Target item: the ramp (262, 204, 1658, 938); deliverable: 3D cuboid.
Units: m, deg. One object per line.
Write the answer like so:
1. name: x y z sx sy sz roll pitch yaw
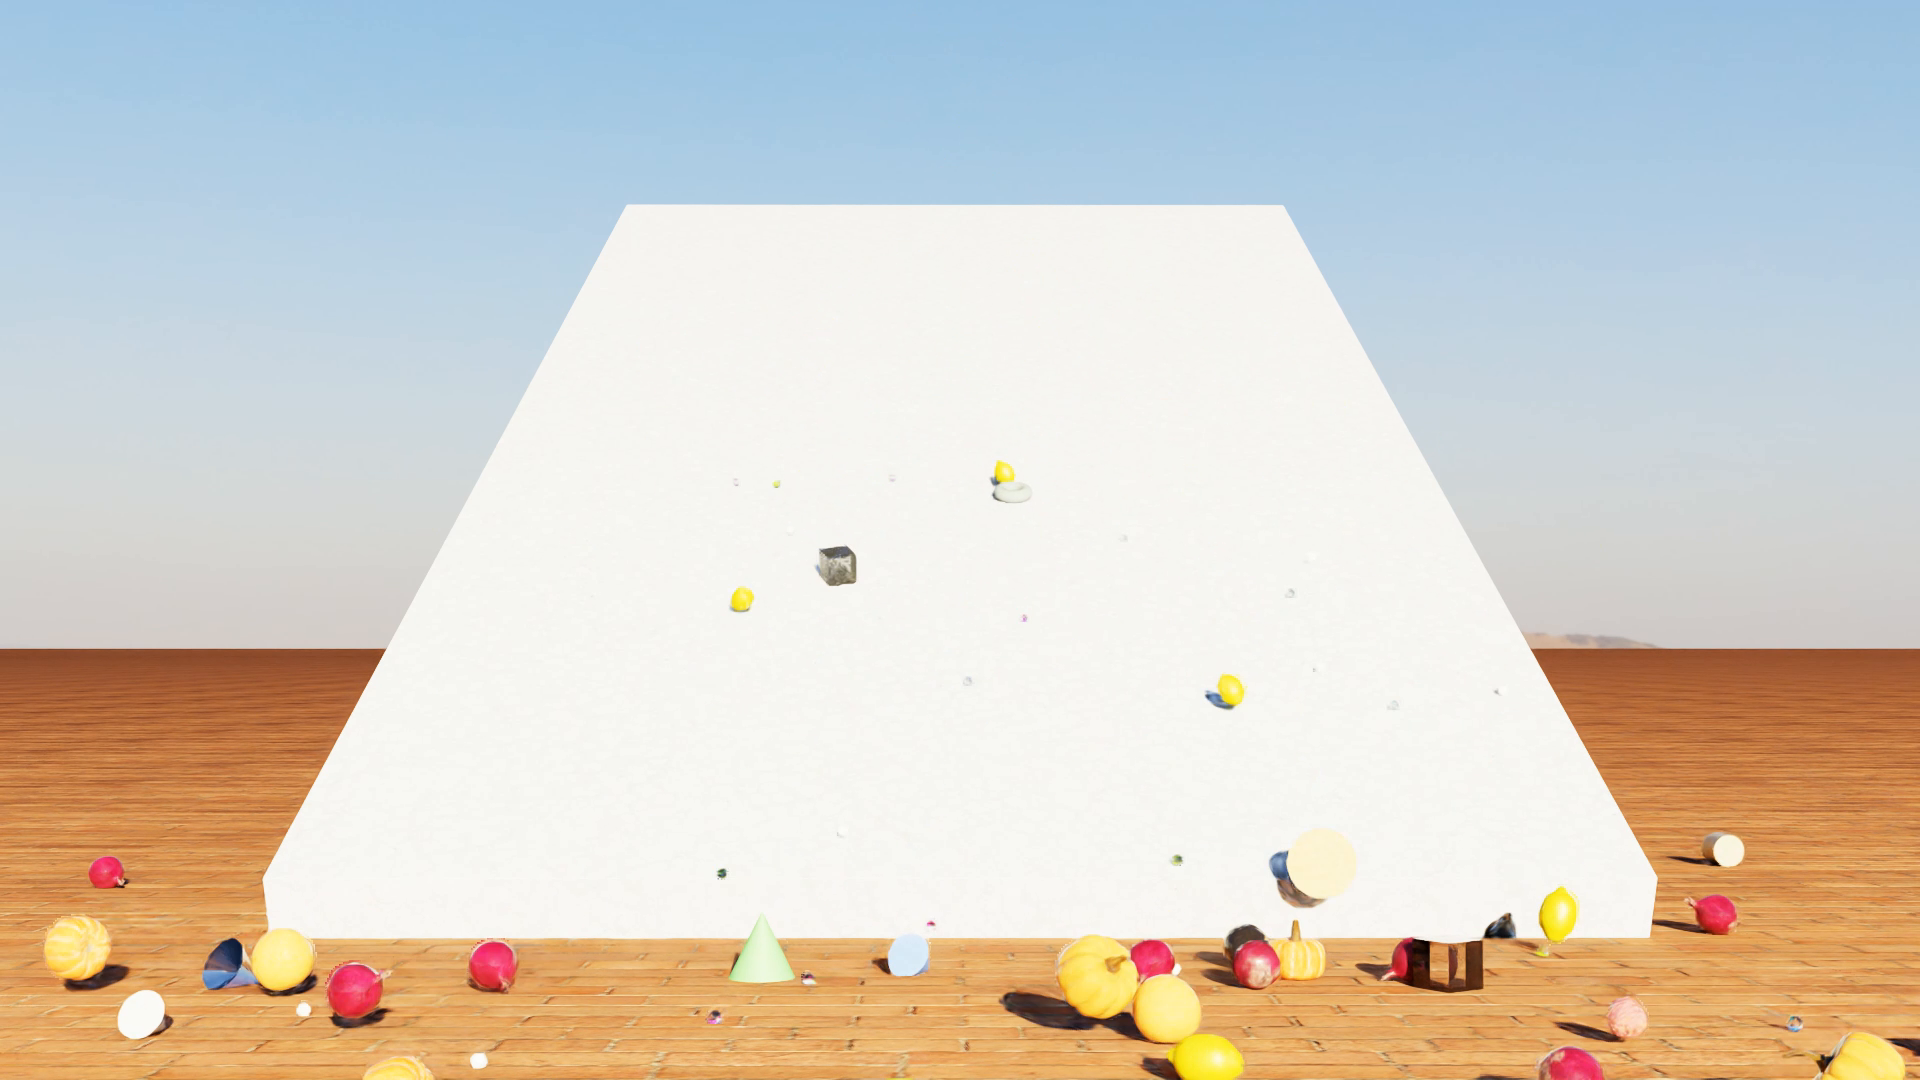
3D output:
1. ramp: -0.007 -0.221 5.167 2.000 0.100 4.000 0 22 0

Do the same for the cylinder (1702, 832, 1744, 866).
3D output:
1. cylinder: 1.467 0.596 4.420 0.060 0.060 0.060 0 -3 -5

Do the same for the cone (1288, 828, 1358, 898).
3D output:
1. cone: 0.514 0.460 3.299 0.099 0.099 0.099 0 -4 2

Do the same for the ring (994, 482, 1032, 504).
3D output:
1. ring: 0.108 -0.097 4.694 0.079 0.026 0.079 0 22 0

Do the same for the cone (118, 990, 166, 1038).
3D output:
1. cone: -0.886 0.530 2.524 0.054 0.054 0.054 -1 -29 13

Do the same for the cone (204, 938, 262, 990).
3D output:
1. cone: -0.897 0.542 2.873 0.067 0.067 0.067 -2 -30 34

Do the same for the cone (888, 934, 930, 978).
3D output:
1. cone: -0.054 0.549 2.980 0.060 0.060 0.060 -1 -30 30

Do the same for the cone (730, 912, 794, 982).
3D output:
1. cone: -0.254 0.518 2.945 0.085 0.085 0.085 0 -3 0

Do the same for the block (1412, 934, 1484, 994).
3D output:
1. block: 0.606 0.526 2.854 0.061 0.061 0.061 2 -3 -35

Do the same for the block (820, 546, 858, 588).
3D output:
1. block: -0.228 0.049 4.295 0.055 0.055 0.055 -8 24 -20
